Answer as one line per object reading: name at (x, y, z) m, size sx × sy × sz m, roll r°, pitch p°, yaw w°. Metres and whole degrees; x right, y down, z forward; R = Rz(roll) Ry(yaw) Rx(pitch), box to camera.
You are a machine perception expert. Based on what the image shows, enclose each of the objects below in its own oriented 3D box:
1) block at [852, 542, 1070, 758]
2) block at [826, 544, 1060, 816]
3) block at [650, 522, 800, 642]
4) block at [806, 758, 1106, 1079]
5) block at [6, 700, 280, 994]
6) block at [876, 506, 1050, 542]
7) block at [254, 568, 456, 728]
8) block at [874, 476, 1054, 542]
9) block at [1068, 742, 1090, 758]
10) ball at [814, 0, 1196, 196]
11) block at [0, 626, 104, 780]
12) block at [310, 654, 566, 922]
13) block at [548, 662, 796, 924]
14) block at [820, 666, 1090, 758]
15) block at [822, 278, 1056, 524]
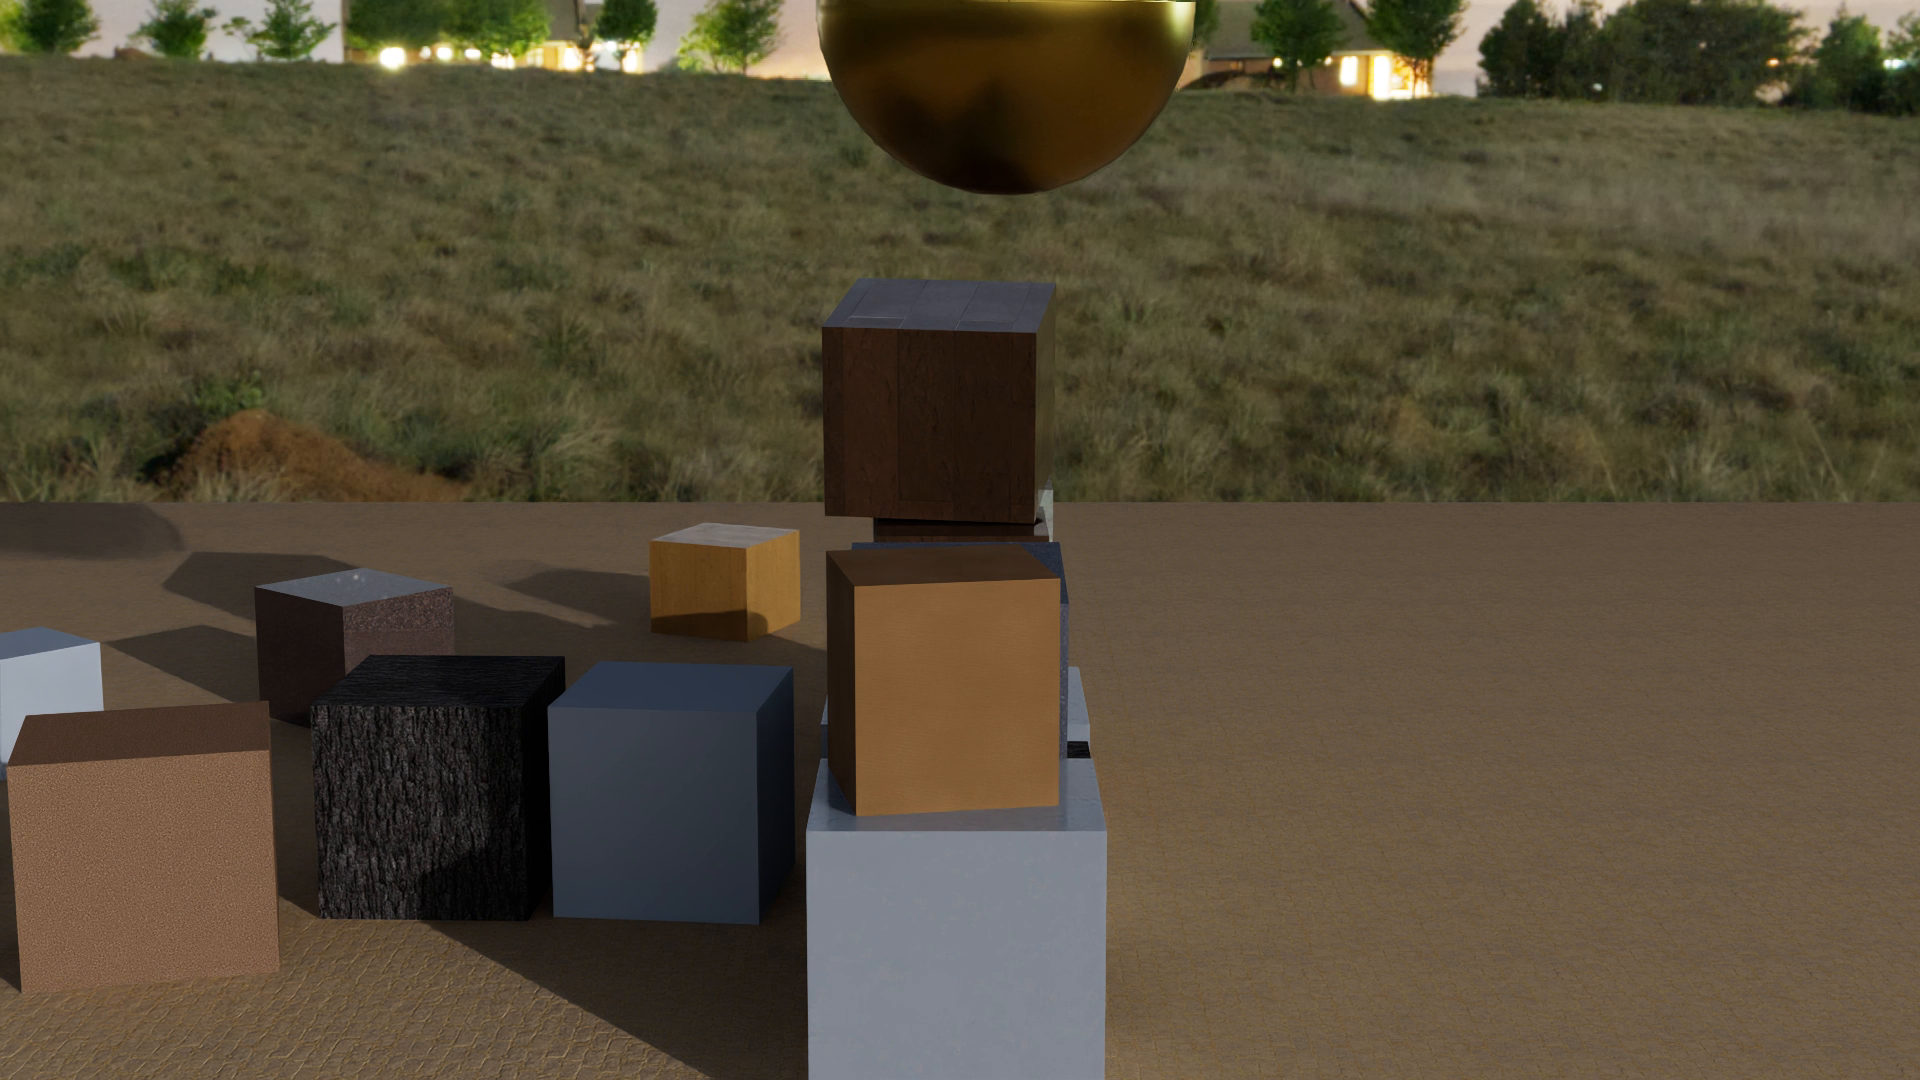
block at (-0.014, 0.457, 9.985) m, size 0.829 × 0.698 × 0.791 m, roll 0°, pitch 17°, yaw 0°
block at (-0.069, 0.472, 8.926) m, size 0.699 × 0.788 × 0.653 m, roll -2°, pitch 10°, yaw -11°
block at (-1.501, 0.263, 16.449) m, size 0.697 × 0.598 × 0.716 m, roll 5°, pitch 11°, yaw 24°
block at (-0.012, 1.392, 8.989) m, size 0.992 × 1.045 × 0.912 m, roll 0°, pitch 10°, yaw 0°
block at (-3.266, 1.215, 10.352) m, size 0.965 × 0.906 × 0.823 m, roll -3°, pitch 11°, yaw -15°
block at (0.010, 0.272, 11.679) m, size 0.760 × 0.730 × 0.781 m, roll 0°, pitch 10°, yaw 0°
block at (-3.334, 0.613, 14.166) m, size 0.818 × 0.726 × 0.722 m, roll 9°, pitch 14°, yaw 41°
block at (0.014, 0.048, 12.437) m, size 0.841 × 0.712 × 0.768 m, roll 0°, pitch 10°, yaw 0°
block at (-0.001, 1.314, 9.901) m, size 1.024 × 0.873 × 0.895 m, roll 0°, pitch 10°, yaw 0°
ball at (0.191, -2.251, 10.771) m, size 1.600 × 1.600 × 1.600 m, roll 0°, pitch 10°, yaw 0°
block at (-4.845, 0.834, 13.260) m, size 0.581 × 0.615 × 0.578 m, roll 9°, pitch 14°, yaw 41°
block at (-2.236, 1.059, 11.167) m, size 0.882 × 0.922 × 0.952 m, roll 0°, pitch 10°, yaw 2°
block at (-1.228, 1.075, 11.108) m, size 0.881 × 0.911 × 0.849 m, roll 1°, pitch 10°, yaw 7°
block at (-0.018, 1.108, 10.846) m, size 1.076 × 0.939 × 1.016 m, roll 0°, pitch 10°, yaw 0°
block at (-0.077, -0.666, 11.911) m, size 0.952 × 0.876 × 1.034 m, roll 2°, pitch 18°, yaw 7°
